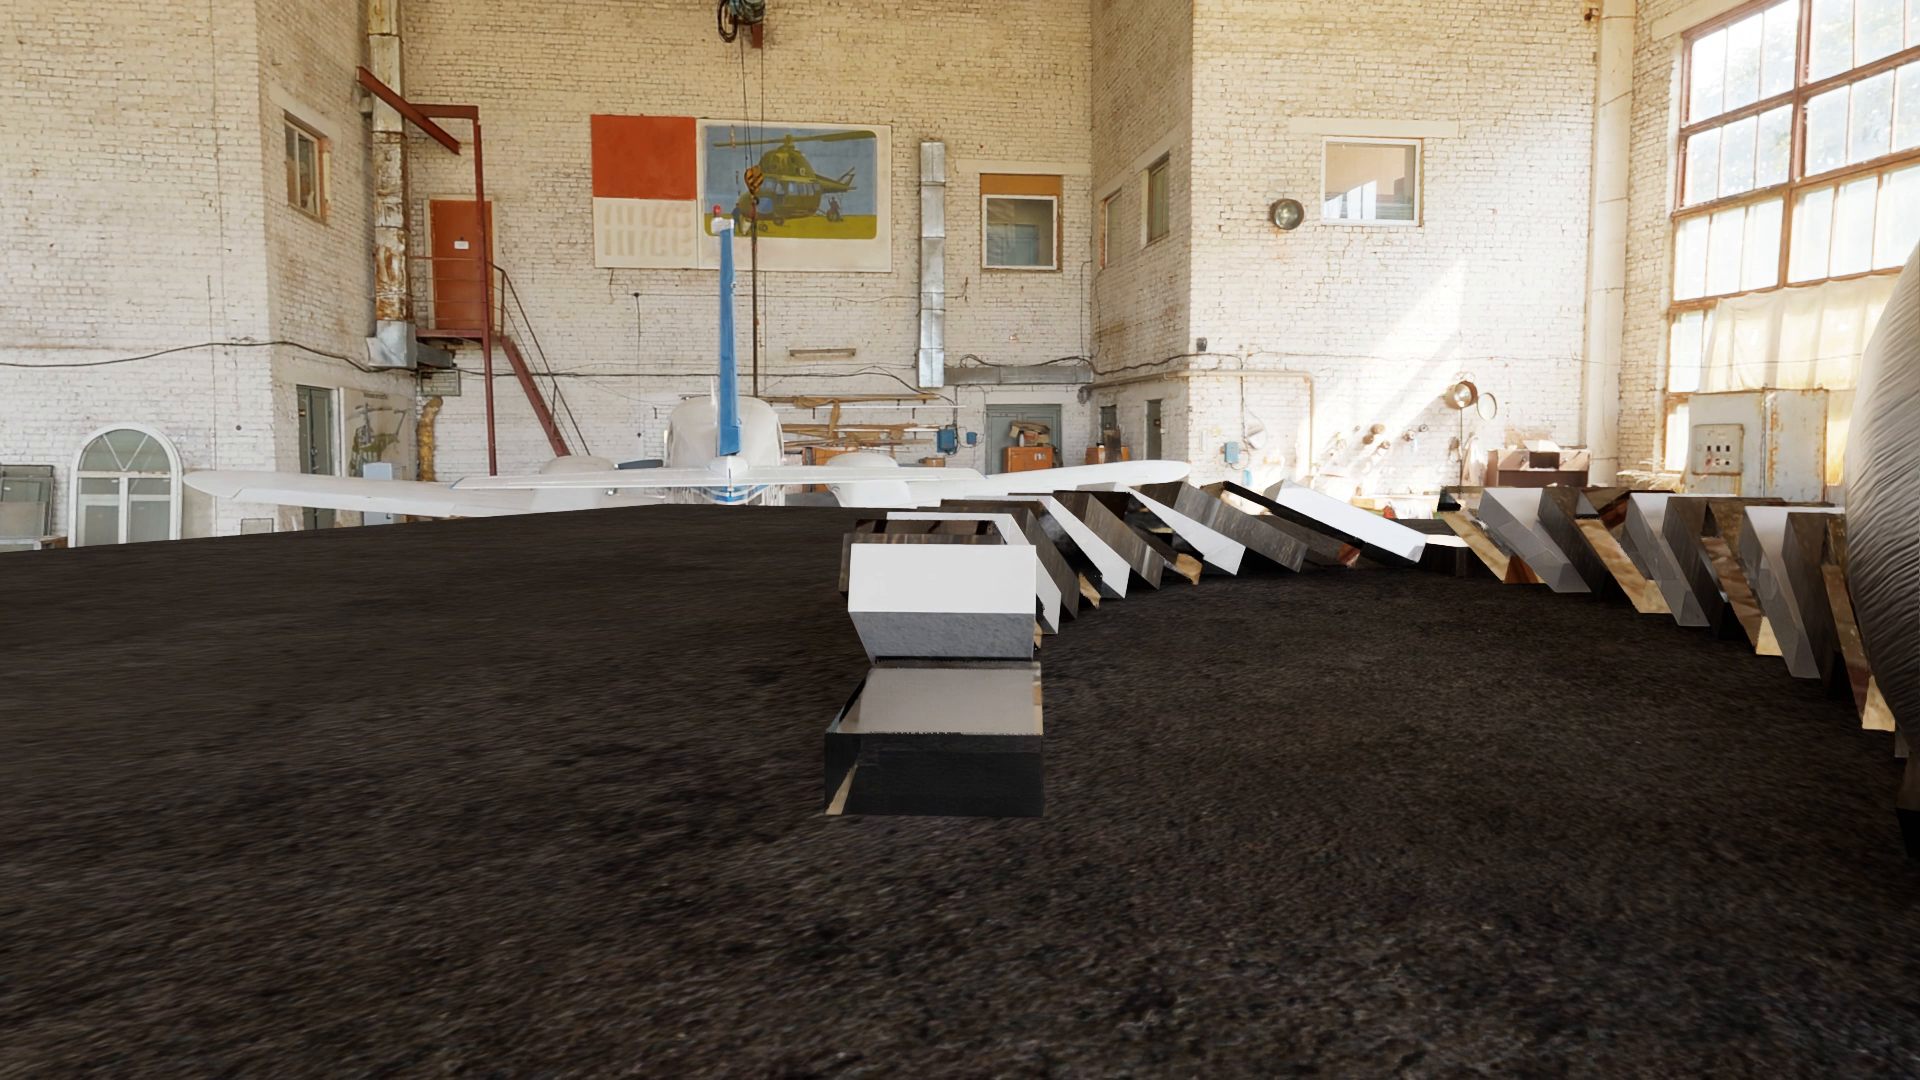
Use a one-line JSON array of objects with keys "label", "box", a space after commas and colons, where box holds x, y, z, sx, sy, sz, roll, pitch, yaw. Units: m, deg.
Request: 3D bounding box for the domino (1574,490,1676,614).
[{"label": "domino", "box": [0.186, 0.002, 0.342, 0.025, 0.010, 0.050, 0, 29, 6]}]

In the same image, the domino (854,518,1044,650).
[{"label": "domino", "box": [-0.001, 0.009, 0.246, 0.025, 0.009, 0.050, 1, -20, 15]}]

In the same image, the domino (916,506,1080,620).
[{"label": "domino", "box": [0.009, 0.006, 0.293, 0.025, 0.010, 0.050, 1, -20, 19]}]

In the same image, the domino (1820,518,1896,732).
[{"label": "domino", "box": [0.155, 0.013, 0.204, 0.025, 0.010, 0.050, 2, 29, 26]}]

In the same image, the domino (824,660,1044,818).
[{"label": "domino", "box": [-0.002, 0.025, 0.171, 0.025, 0.009, 0.050, 0, 4, 3]}]

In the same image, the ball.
[{"label": "ball", "box": [0.096, -0.003, 0.069, 0.080, 0.080, 0.080, 0, 4, 0]}]

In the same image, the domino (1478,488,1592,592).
[{"label": "domino", "box": [0.181, -0.001, 0.389, 0.025, 0.009, 0.050, 0, 28, -6]}]

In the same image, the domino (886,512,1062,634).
[{"label": "domino", "box": [0.004, 0.008, 0.270, 0.025, 0.010, 0.050, 1, -20, 17]}]

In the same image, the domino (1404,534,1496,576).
[{"label": "domino", "box": [0.167, 0.005, 0.440, 0.025, 0.010, 0.050, -1, 4, -11]}]

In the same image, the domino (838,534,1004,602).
[{"label": "domino", "box": [-0.002, 0.012, 0.222, 0.025, 0.009, 0.050, 1, -19, 10]}]

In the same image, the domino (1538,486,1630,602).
[{"label": "domino", "box": [0.186, 0.000, 0.365, 0.025, 0.010, 0.050, 0, 29, 4]}]

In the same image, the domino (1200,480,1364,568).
[{"label": "domino", "box": [0.104, -0.005, 0.423, 0.050, 0.010, 0.025, 23, -5, -8]}]

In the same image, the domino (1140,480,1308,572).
[{"label": "domino", "box": [0.083, -0.004, 0.410, 0.050, 0.010, 0.025, 25, -9, -20]}]

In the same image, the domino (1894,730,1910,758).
[{"label": "domino", "box": [0.149, 0.013, 0.182, 0.025, 0.010, 0.050, 3, 35, 37]}]

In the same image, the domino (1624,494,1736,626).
[{"label": "domino", "box": [0.185, 0.004, 0.317, 0.025, 0.009, 0.050, 1, 29, 12]}]

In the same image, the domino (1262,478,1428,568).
[{"label": "domino", "box": [0.127, -0.005, 0.428, 0.050, 0.010, 0.025, 22, -5, 1]}]

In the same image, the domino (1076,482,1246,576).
[{"label": "domino", "box": [0.061, -0.003, 0.402, 0.050, 0.009, 0.025, 25, -10, -21]}]

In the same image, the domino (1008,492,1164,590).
[{"label": "domino", "box": [0.035, 0.001, 0.358, 0.025, 0.010, 0.050, 2, -20, 34]}]

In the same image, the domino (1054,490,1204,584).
[{"label": "domino", "box": [0.049, 0.000, 0.378, 0.025, 0.010, 0.050, 3, -19, 37]}]

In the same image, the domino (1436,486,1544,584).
[{"label": "domino", "box": [0.177, -0.003, 0.413, 0.025, 0.010, 0.050, 0, 27, -5]}]

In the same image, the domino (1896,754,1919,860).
[{"label": "domino", "box": [0.116, 0.011, 0.131, 0.025, 0.050, 0.009, 5, -38, 47]}]

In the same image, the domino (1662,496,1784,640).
[{"label": "domino", "box": [0.182, 0.006, 0.295, 0.025, 0.009, 0.050, 1, 29, 14]}]

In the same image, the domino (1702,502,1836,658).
[{"label": "domino", "box": [0.177, 0.008, 0.272, 0.025, 0.009, 0.050, 1, 29, 17]}]

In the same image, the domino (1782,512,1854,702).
[{"label": "domino", "box": [0.164, 0.011, 0.226, 0.025, 0.009, 0.050, 2, 29, 23]}]

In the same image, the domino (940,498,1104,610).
[{"label": "domino", "box": [0.016, 0.004, 0.316, 0.025, 0.010, 0.050, 2, -20, 25]}]

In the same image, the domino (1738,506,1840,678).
[{"label": "domino", "box": [0.171, 0.009, 0.249, 0.025, 0.009, 0.050, 2, 29, 19]}]

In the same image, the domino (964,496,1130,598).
[{"label": "domino", "box": [0.023, 0.002, 0.339, 0.025, 0.010, 0.050, 2, -20, 32]}]

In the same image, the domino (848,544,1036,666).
[{"label": "domino", "box": [-0.001, 0.013, 0.196, 0.025, 0.010, 0.050, 0, -19, 3]}]
